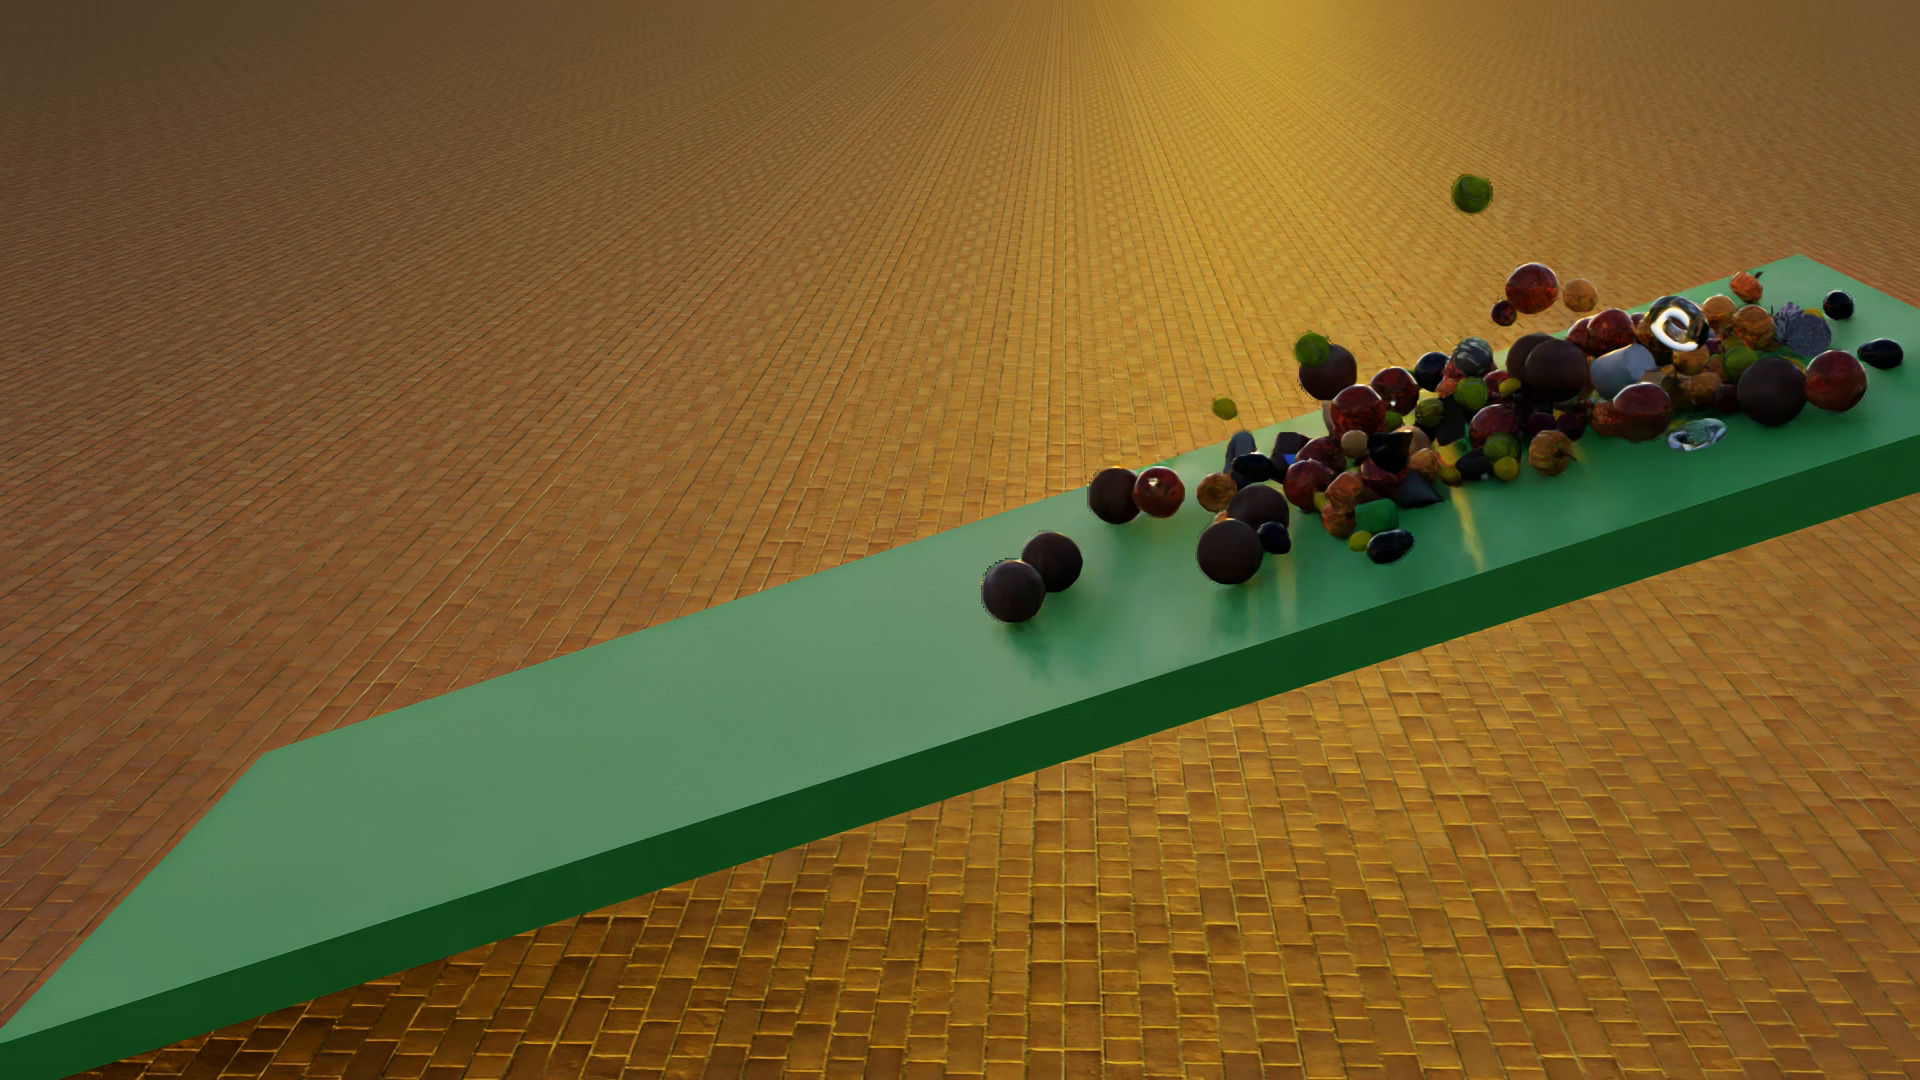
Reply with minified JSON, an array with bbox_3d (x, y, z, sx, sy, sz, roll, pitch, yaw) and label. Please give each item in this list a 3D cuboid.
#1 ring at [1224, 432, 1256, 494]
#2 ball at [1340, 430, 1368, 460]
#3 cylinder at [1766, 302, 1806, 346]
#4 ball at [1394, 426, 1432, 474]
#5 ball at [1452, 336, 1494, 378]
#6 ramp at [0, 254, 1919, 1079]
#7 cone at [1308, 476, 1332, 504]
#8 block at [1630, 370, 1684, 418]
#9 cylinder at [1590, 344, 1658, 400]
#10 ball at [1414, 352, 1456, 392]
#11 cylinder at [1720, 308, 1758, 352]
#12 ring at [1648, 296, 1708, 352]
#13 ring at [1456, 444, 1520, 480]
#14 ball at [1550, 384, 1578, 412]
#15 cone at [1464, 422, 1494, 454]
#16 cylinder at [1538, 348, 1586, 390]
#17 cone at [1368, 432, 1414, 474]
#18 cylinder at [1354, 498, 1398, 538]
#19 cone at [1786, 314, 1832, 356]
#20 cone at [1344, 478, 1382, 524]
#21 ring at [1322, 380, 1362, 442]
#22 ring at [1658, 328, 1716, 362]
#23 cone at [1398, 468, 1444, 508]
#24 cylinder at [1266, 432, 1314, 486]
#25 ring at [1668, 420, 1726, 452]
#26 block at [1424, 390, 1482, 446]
[{"bbox_3d":[0.616,-0.171,6.467,0.046,0.139,0.139,8,11,-8],"label":"ring"},{"bbox_3d":[0.804,-0.195,5.988,0.060,0.060,0.060,0,12,0],"label":"ball"},{"bbox_3d":[1.710,-0.445,6.072,0.065,0.065,0.065,26,36,-21],"label":"cylinder"},{"bbox_3d":[0.920,-0.185,6.039,0.098,0.098,0.098,0,12,0],"label":"ball"},{"bbox_3d":[1.059,-0.378,6.068,0.083,0.083,0.083,0,12,0],"label":"ball"},{"bbox_3d":[0.106,0.180,6.305,4.000,0.100,2.000,-18,11,6],"label":"ramp"},{"bbox_3d":[0.756,-0.112,6.230,0.055,0.055,0.055,-18,11,4],"label":"cone"},{"bbox_3d":[1.371,-0.287,5.790,0.062,0.062,0.062,44,-12,-26],"label":"block"},{"bbox_3d":[1.328,-0.336,5.884,0.093,0.093,0.093,-10,-8,-41],"label":"cylinder"},{"bbox_3d":[1.116,-0.395,6.906,0.096,0.096,0.096,0,12,0],"label":"ball"},{"bbox_3d":[1.649,-0.445,6.225,0.073,0.073,0.073,0,-16,0],"label":"cylinder"},{"bbox_3d":[1.376,-0.415,5.634,0.124,0.124,0.041,12,50,45],"label":"ring"},{"bbox_3d":[1.067,-0.158,5.947,0.135,0.045,0.135,-17,9,3],"label":"ring"},{"bbox_3d":[1.284,-0.303,6.259,0.059,0.059,0.059,0,12,0],"label":"ball"},{"bbox_3d":[1.073,-0.221,6.157,0.066,0.066,0.066,-32,10,6],"label":"cone"},{"bbox_3d":[1.318,-0.368,6.432,0.076,0.076,0.076,-29,13,1],"label":"cylinder"},{"bbox_3d":[0.864,-0.192,5.769,0.093,0.093,0.093,-8,-22,-32],"label":"cone"},{"bbox_3d":[0.815,-0.043,5.751,0.066,0.066,0.066,-14,5,26],"label":"cylinder"},{"bbox_3d":[1.732,-0.405,6.041,0.092,0.092,0.092,1,-15,4],"label":"cone"},{"bbox_3d":[0.835,-0.074,5.939,0.092,0.092,0.092,6,11,-12],"label":"cone"},{"bbox_3d":[0.869,-0.291,6.688,0.049,0.146,0.146,-10,6,31],"label":"ring"},{"bbox_3d":[1.579,-0.423,6.387,0.131,0.044,0.131,-22,12,5],"label":"ring"},{"bbox_3d":[0.930,-0.090,5.861,0.083,0.083,0.083,23,23,33],"label":"cone"},{"bbox_3d":[0.722,-0.177,6.424,0.088,0.088,0.088,14,-22,6],"label":"cylinder"},{"bbox_3d":[1.403,-0.200,5.599,0.112,0.037,0.112,-18,12,4],"label":"ring"},{"bbox_3d":[1.049,-0.259,6.253,0.093,0.093,0.093,-21,-4,11],"label":"block"}]
